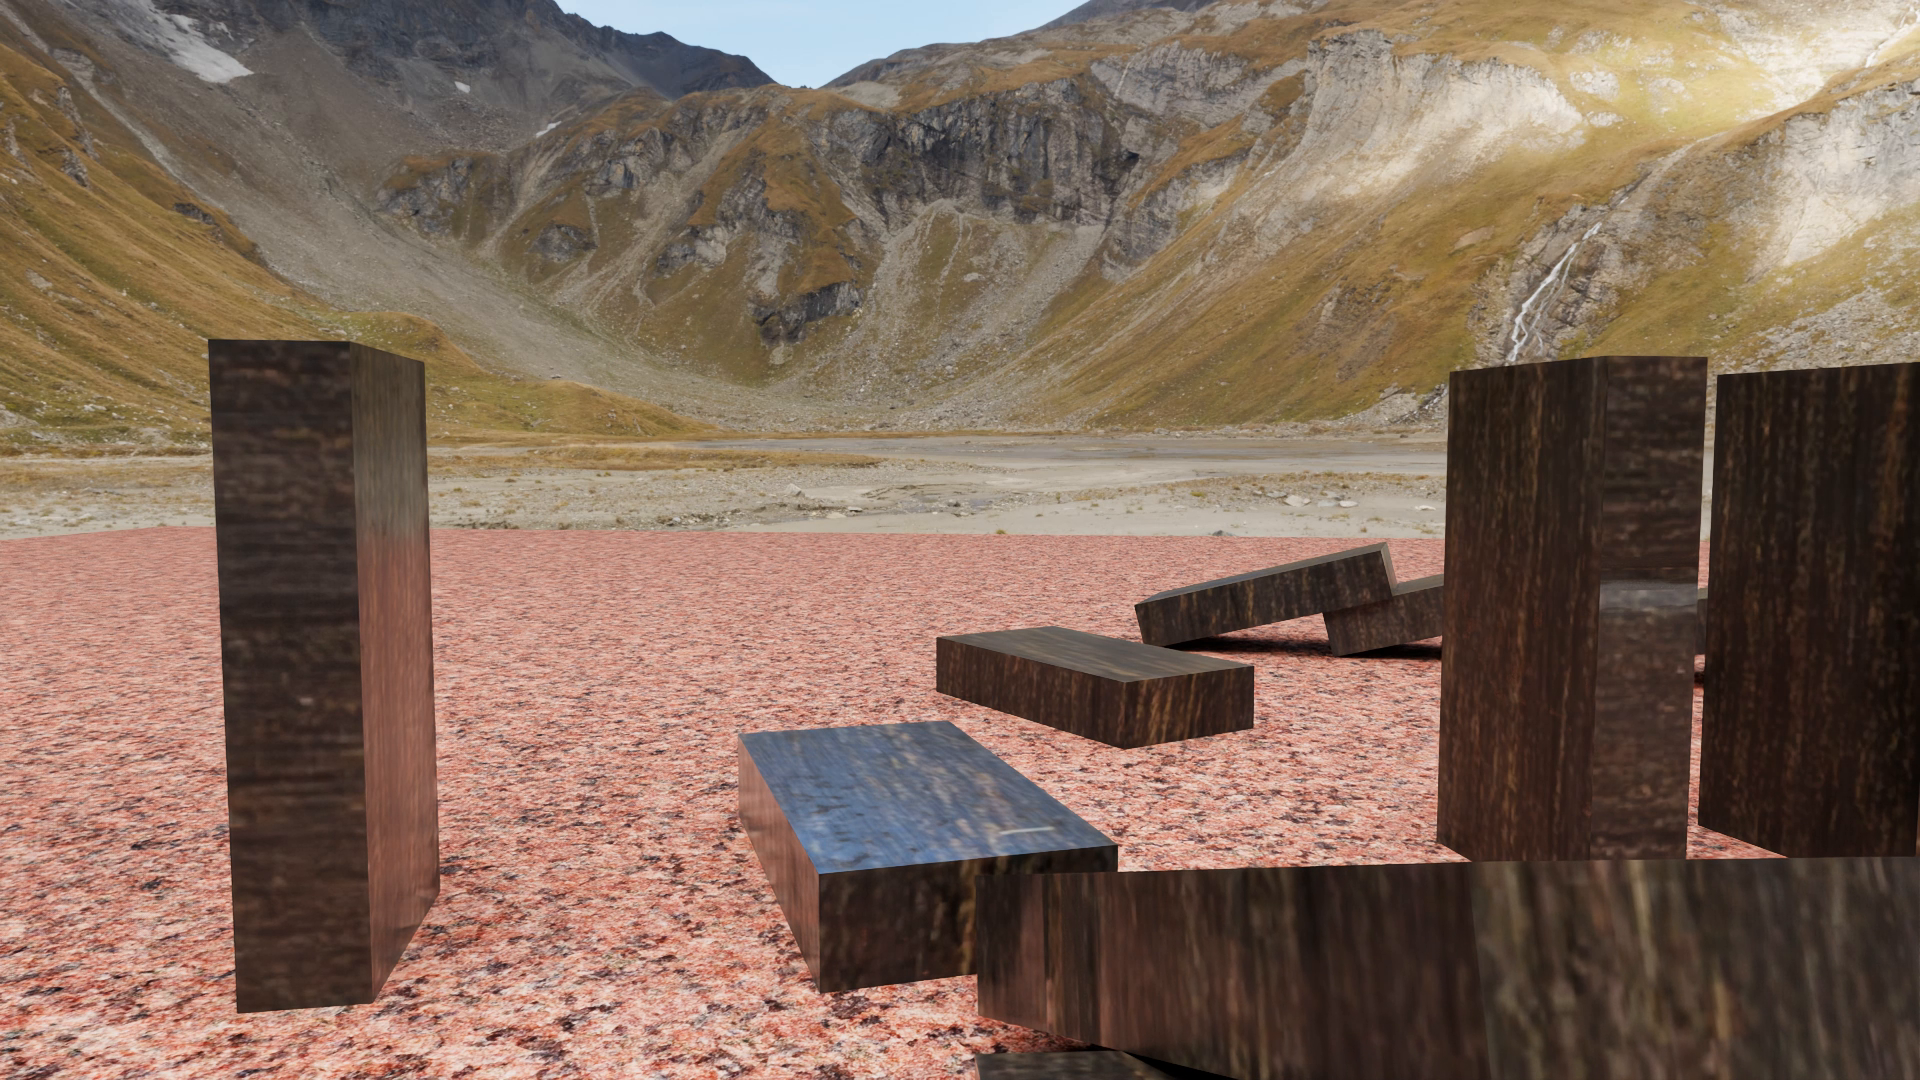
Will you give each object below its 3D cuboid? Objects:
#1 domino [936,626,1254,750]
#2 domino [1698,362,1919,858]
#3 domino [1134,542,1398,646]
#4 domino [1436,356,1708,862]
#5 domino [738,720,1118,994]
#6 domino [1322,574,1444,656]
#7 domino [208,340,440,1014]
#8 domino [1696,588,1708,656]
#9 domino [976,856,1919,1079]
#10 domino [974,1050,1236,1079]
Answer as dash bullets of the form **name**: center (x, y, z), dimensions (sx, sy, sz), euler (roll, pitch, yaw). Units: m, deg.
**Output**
- **domino**: center (0.020, 0.022, 0.206), dimensions (0.025, 0.010, 0.050), euler (-3, 5, -33)
- **domino**: center (0.090, 0.008, 0.131), dimensions (0.010, 0.050, 0.025), euler (-1, 4, -14)
- **domino**: center (0.064, 0.011, 0.268), dimensions (0.050, 0.009, 0.025), euler (-14, -1, 21)
- **domino**: center (0.058, 0.008, 0.124), dimensions (0.010, 0.050, 0.025), euler (-1, 4, -10)
- **domino**: center (-0.006, 0.028, 0.127), dimensions (0.025, 0.009, 0.050), euler (-1, 4, -17)
- **domino**: center (0.100, 0.012, 0.259), dimensions (0.050, 0.009, 0.025), euler (-14, -1, 21)
- **domino**: center (-0.052, 0.010, 0.107), dimensions (0.009, 0.050, 0.025), euler (-1, 4, -11)
- **domino**: center (0.131, 0.015, 0.233), dimensions (0.050, 0.009, 0.025), euler (-13, -4, 36)
- **domino**: center (0.022, 0.024, 0.073), dimensions (0.025, 0.009, 0.050), euler (5, -16, -20)
- **domino**: center (0.014, 0.029, 0.045), dimensions (0.025, 0.010, 0.050), euler (0, -8, -3)
